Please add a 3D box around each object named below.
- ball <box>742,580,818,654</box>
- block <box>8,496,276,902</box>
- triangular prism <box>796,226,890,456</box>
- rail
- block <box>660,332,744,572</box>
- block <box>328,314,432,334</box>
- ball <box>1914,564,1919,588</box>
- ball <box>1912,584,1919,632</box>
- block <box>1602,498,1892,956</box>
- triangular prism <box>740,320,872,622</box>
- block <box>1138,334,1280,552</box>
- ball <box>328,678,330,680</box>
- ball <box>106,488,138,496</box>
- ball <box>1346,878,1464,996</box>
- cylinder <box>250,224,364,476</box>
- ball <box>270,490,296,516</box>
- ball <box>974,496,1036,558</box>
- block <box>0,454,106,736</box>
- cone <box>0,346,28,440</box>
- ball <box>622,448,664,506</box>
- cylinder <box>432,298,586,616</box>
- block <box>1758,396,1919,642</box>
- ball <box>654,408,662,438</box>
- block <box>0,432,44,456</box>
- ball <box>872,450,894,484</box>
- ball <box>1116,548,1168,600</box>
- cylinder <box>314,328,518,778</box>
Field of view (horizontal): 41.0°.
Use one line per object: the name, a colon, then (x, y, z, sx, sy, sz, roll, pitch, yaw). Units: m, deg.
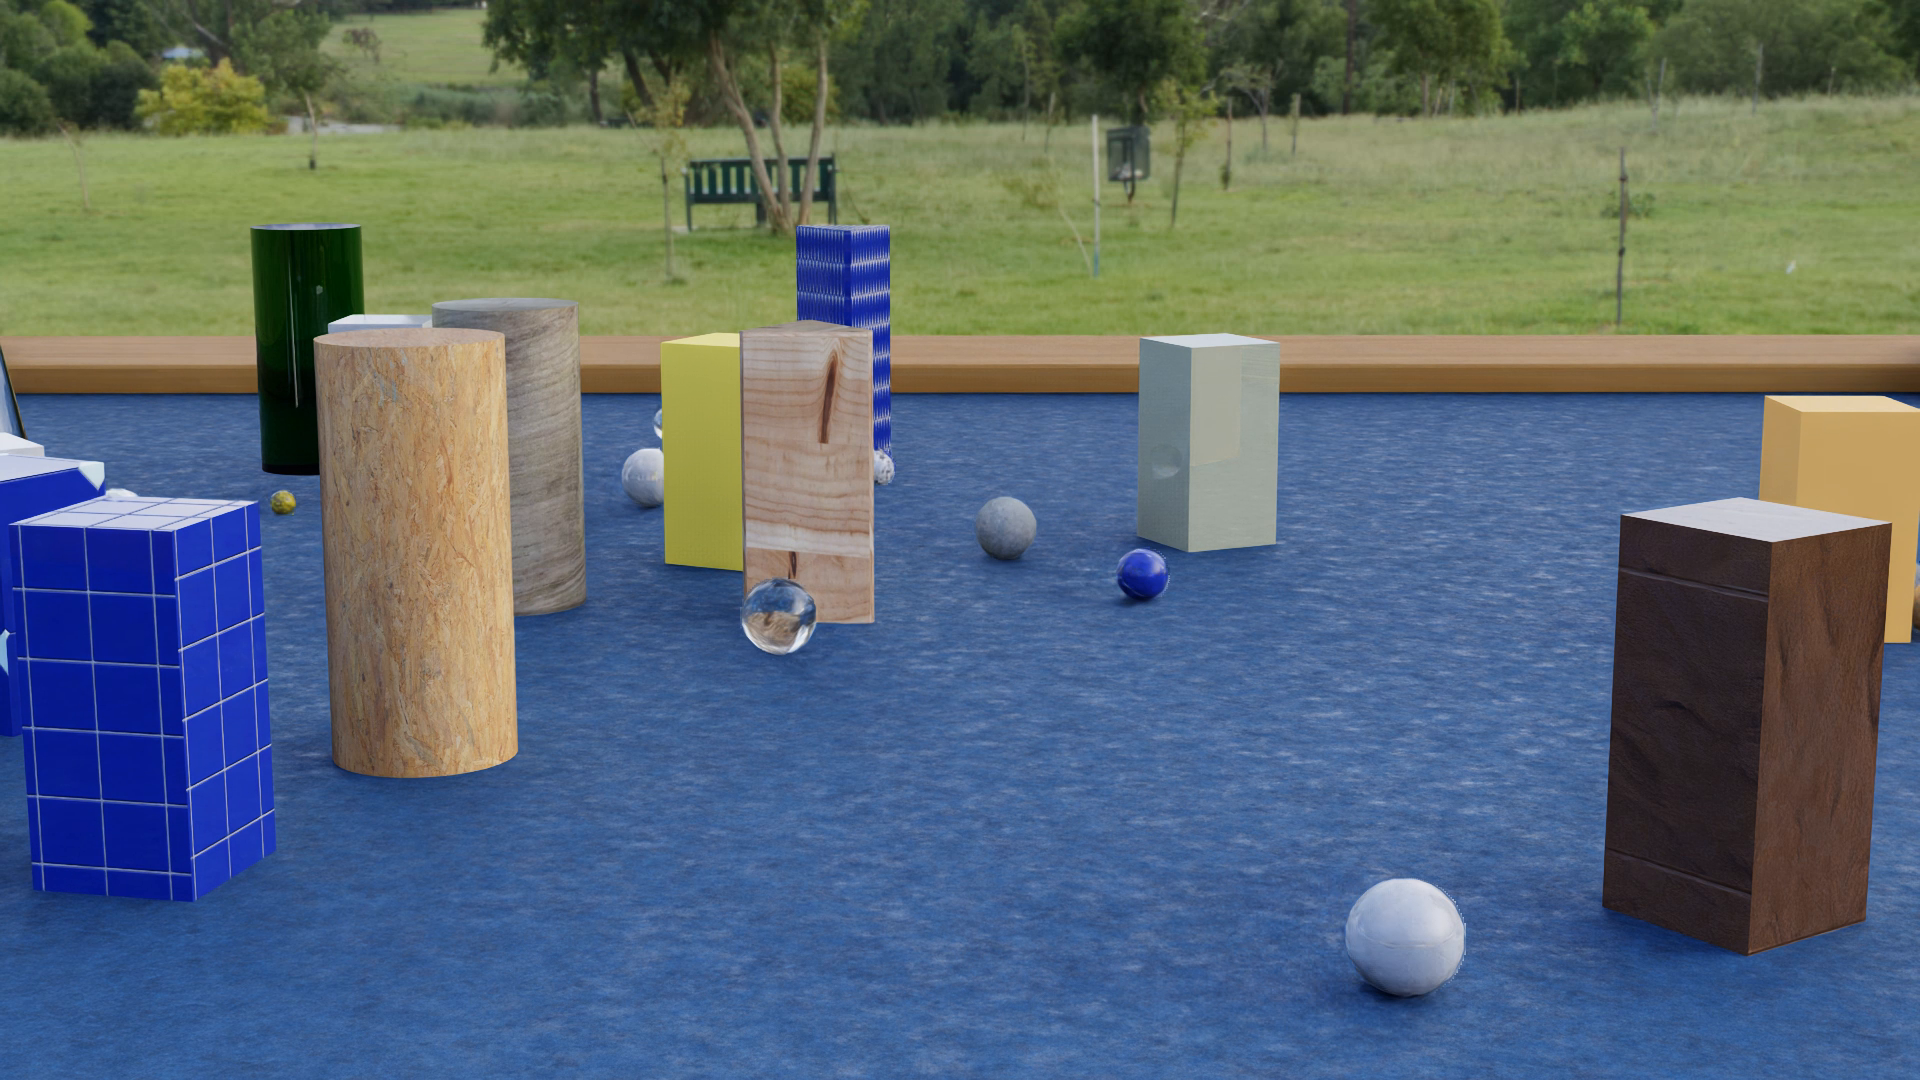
ball: (-0.226, 0.096, 3.203, 0.094, 0.094, 0.094, 0, 11, 0)
block: (-0.735, 0.139, 2.320, 0.156, 0.332, 0.156, 2, 11, 12)
triangular prism: (-0.190, -0.356, 4.705, 0.146, 0.435, 0.169, -7, 13, -35)
rail: (-0.013, -0.391, 5.730, 4.413, 0.127, 0.045, 0, 11, 0)
block: (-0.331, -0.133, 3.797, 0.156, 0.327, 0.156, 5, 12, 26)
block: (-0.960, -0.219, 4.320, 0.156, 0.305, 0.156, 0, 11, 1)
ball: (1.253, 0.061, 3.435, 0.079, 0.079, 0.079, 0, 11, 0)
ball: (1.257, 0.087, 3.287, 0.081, 0.081, 0.081, 0, 11, 0)
block: (0.671, 0.153, 2.196, 0.156, 0.349, 0.156, -7, 13, -34)
triangular prism: (-0.202, -0.094, 3.424, 0.169, 0.386, 0.146, 0, 11, -2)
block: (0.381, -0.153, 3.950, 0.156, 0.310, 0.156, -5, 12, -25)
ball: (-0.690, 0.152, 2.957, 0.074, 0.074, 0.074, 0, 11, 0)
ball: (-1.290, -0.036, 3.934, 0.086, 0.086, 0.086, 0, 11, 0)
ball: (0.352, 0.314, 2.031, 0.093, 0.093, 0.093, 0, 11, 0)
cylinder: (-1.177, -0.349, 4.657, 0.195, 0.438, 0.195, 0, 11, 0)
ball: (-1.106, -0.060, 4.191, 0.041, 0.041, 0.041, 0, 11, 0)
ball: (0.067, -0.019, 3.826, 0.092, 0.092, 0.092, 0, 11, 0)
block: (-1.072, 0.058, 2.890, 0.156, 0.283, 0.156, 5, 12, 27)
cone: (-1.534, -0.250, 4.004, 0.195, 0.482, 0.195, 0, 11, 0)
ball: (-0.516, -0.105, 4.275, 0.097, 0.097, 0.097, 0, 11, 0)
cylinder: (-0.611, -0.116, 3.484, 0.195, 0.408, 0.195, 0, 11, 0)
block: (1.135, -0.029, 3.322, 0.156, 0.297, 0.156, 0, 11, 1)
ball: (-0.560, -0.226, 4.998, 0.073, 0.073, 0.073, 0, 11, 0)
block: (-1.272, 0.001, 3.293, 0.156, 0.249, 0.156, -8, 13, -37)
ball: (-0.145, -0.127, 4.496, 0.060, 0.060, 0.060, 0, 11, 0)
ball: (0.250, 0.047, 3.527, 0.071, 0.071, 0.071, 0, 11, 0)
cylinder: (-0.572, 0.009, 2.707, 0.195, 0.447, 0.195, 0, 11, 0)
